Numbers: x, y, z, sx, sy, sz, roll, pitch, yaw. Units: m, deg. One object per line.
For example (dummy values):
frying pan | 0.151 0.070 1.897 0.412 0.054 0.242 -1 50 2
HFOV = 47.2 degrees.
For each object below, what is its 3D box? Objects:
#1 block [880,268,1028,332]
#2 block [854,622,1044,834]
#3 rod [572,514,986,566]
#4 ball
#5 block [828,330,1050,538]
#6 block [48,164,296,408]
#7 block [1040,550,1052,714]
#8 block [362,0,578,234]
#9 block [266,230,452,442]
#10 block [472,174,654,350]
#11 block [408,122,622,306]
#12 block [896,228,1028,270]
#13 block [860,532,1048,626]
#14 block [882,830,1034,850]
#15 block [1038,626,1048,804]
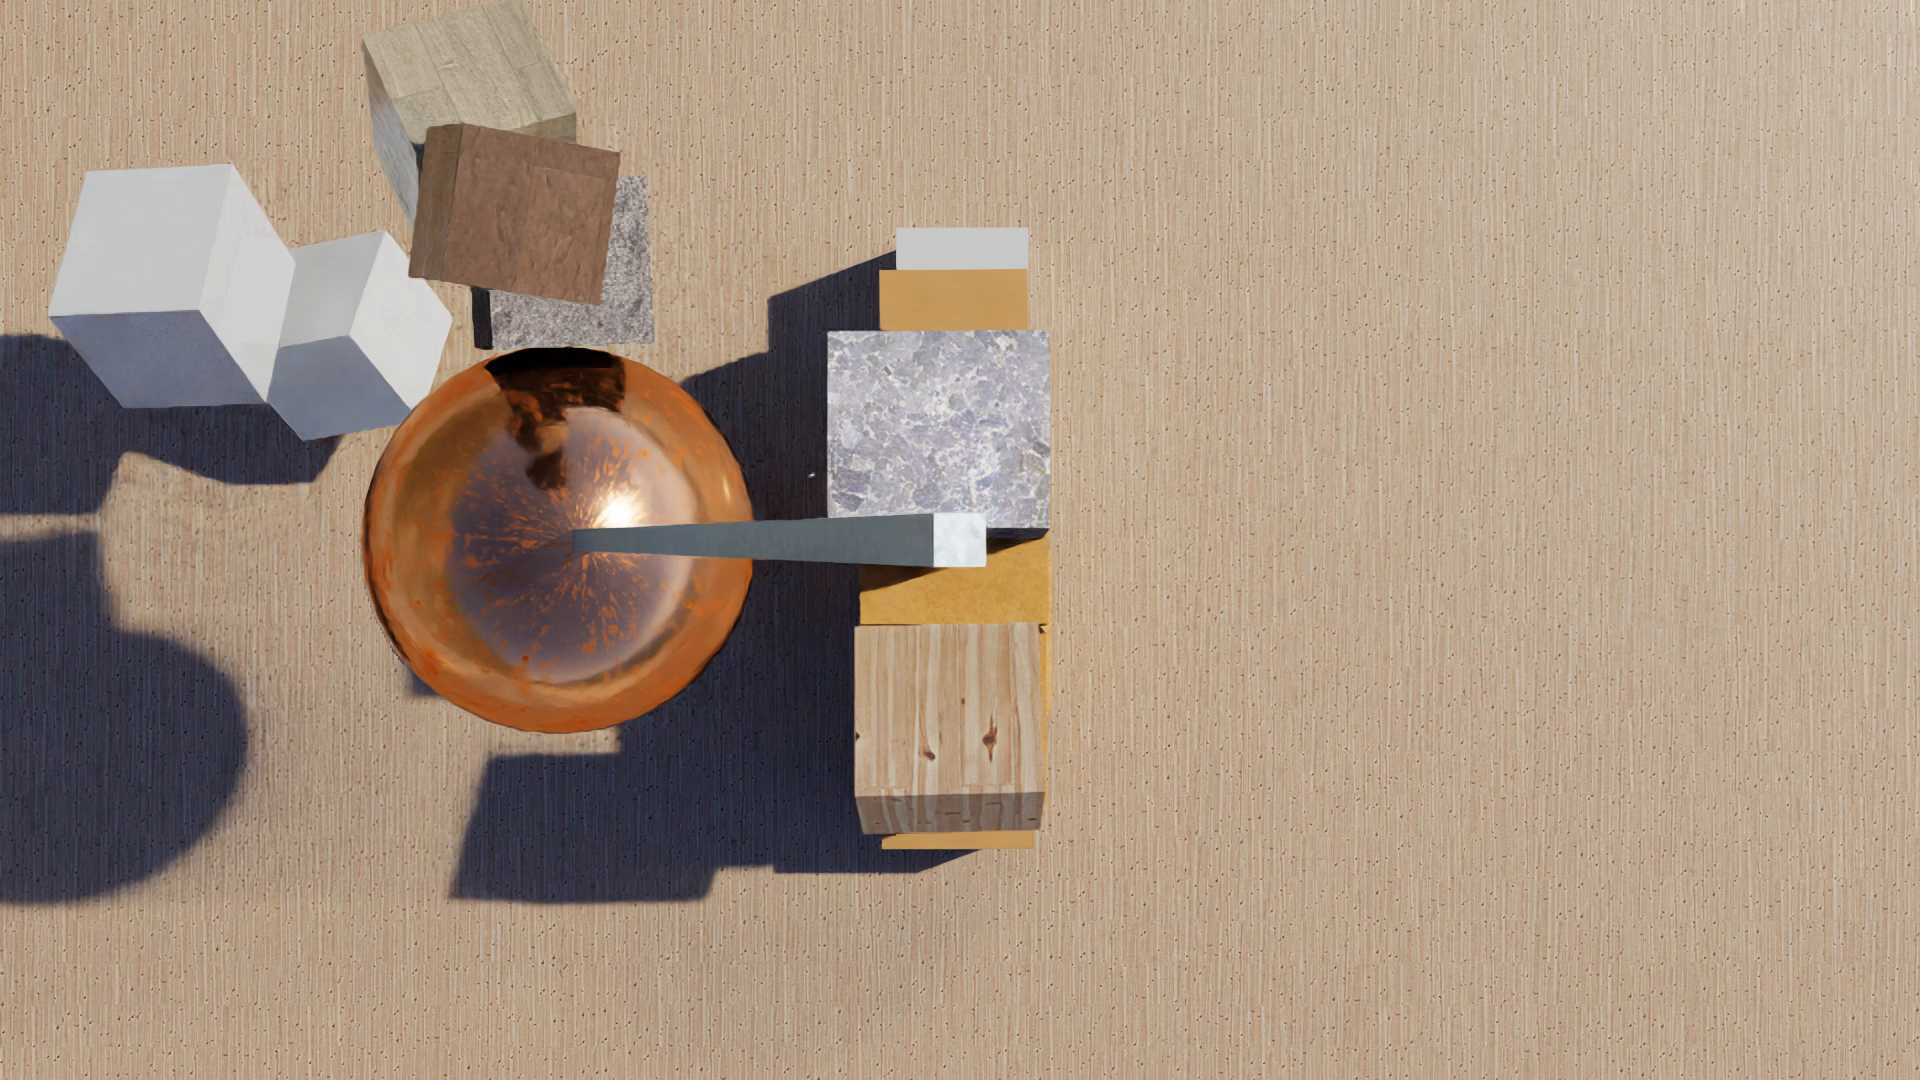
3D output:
block | -0.030 -0.996 11.781 0.771 0.724 0.819 -1 90 0
block | -0.053 0.928 10.728 0.881 0.784 0.830 -1 70 0
rod | -0.710 0.000 5.784 0.080 5.200 0.080 0 90 -16
ball | -1.638 0.000 9.055 1.600 1.600 1.600 0 90 0
block | -0.098 -0.486 10.588 1.024 0.929 0.911 0 87 0
block | -4.002 -1.287 11.248 0.769 0.844 0.888 -2 61 6
block | -0.003 0.508 12.559 1.023 0.882 0.909 0 90 0
block | -1.766 -1.481 7.968 0.580 0.612 0.564 -19 65 -20
block | -3.406 -1.124 12.157 0.766 0.725 0.772 -8 51 19
block | -1.585 -1.089 8.675 0.620 0.593 0.644 -4 97 -18
block | -1.496 -1.085 7.356 0.530 0.467 0.508 6 95 -28
block | 0.013 -1.285 12.572 0.729 0.857 0.879 0 90 0
block | -0.031 -0.049 11.577 0.948 1.092 0.997 0 87 0
block | -0.012 1.348 12.635 0.846 0.729 0.752 0 90 0
block | 0.015 0.914 11.679 0.856 0.879 0.870 0 90 0
